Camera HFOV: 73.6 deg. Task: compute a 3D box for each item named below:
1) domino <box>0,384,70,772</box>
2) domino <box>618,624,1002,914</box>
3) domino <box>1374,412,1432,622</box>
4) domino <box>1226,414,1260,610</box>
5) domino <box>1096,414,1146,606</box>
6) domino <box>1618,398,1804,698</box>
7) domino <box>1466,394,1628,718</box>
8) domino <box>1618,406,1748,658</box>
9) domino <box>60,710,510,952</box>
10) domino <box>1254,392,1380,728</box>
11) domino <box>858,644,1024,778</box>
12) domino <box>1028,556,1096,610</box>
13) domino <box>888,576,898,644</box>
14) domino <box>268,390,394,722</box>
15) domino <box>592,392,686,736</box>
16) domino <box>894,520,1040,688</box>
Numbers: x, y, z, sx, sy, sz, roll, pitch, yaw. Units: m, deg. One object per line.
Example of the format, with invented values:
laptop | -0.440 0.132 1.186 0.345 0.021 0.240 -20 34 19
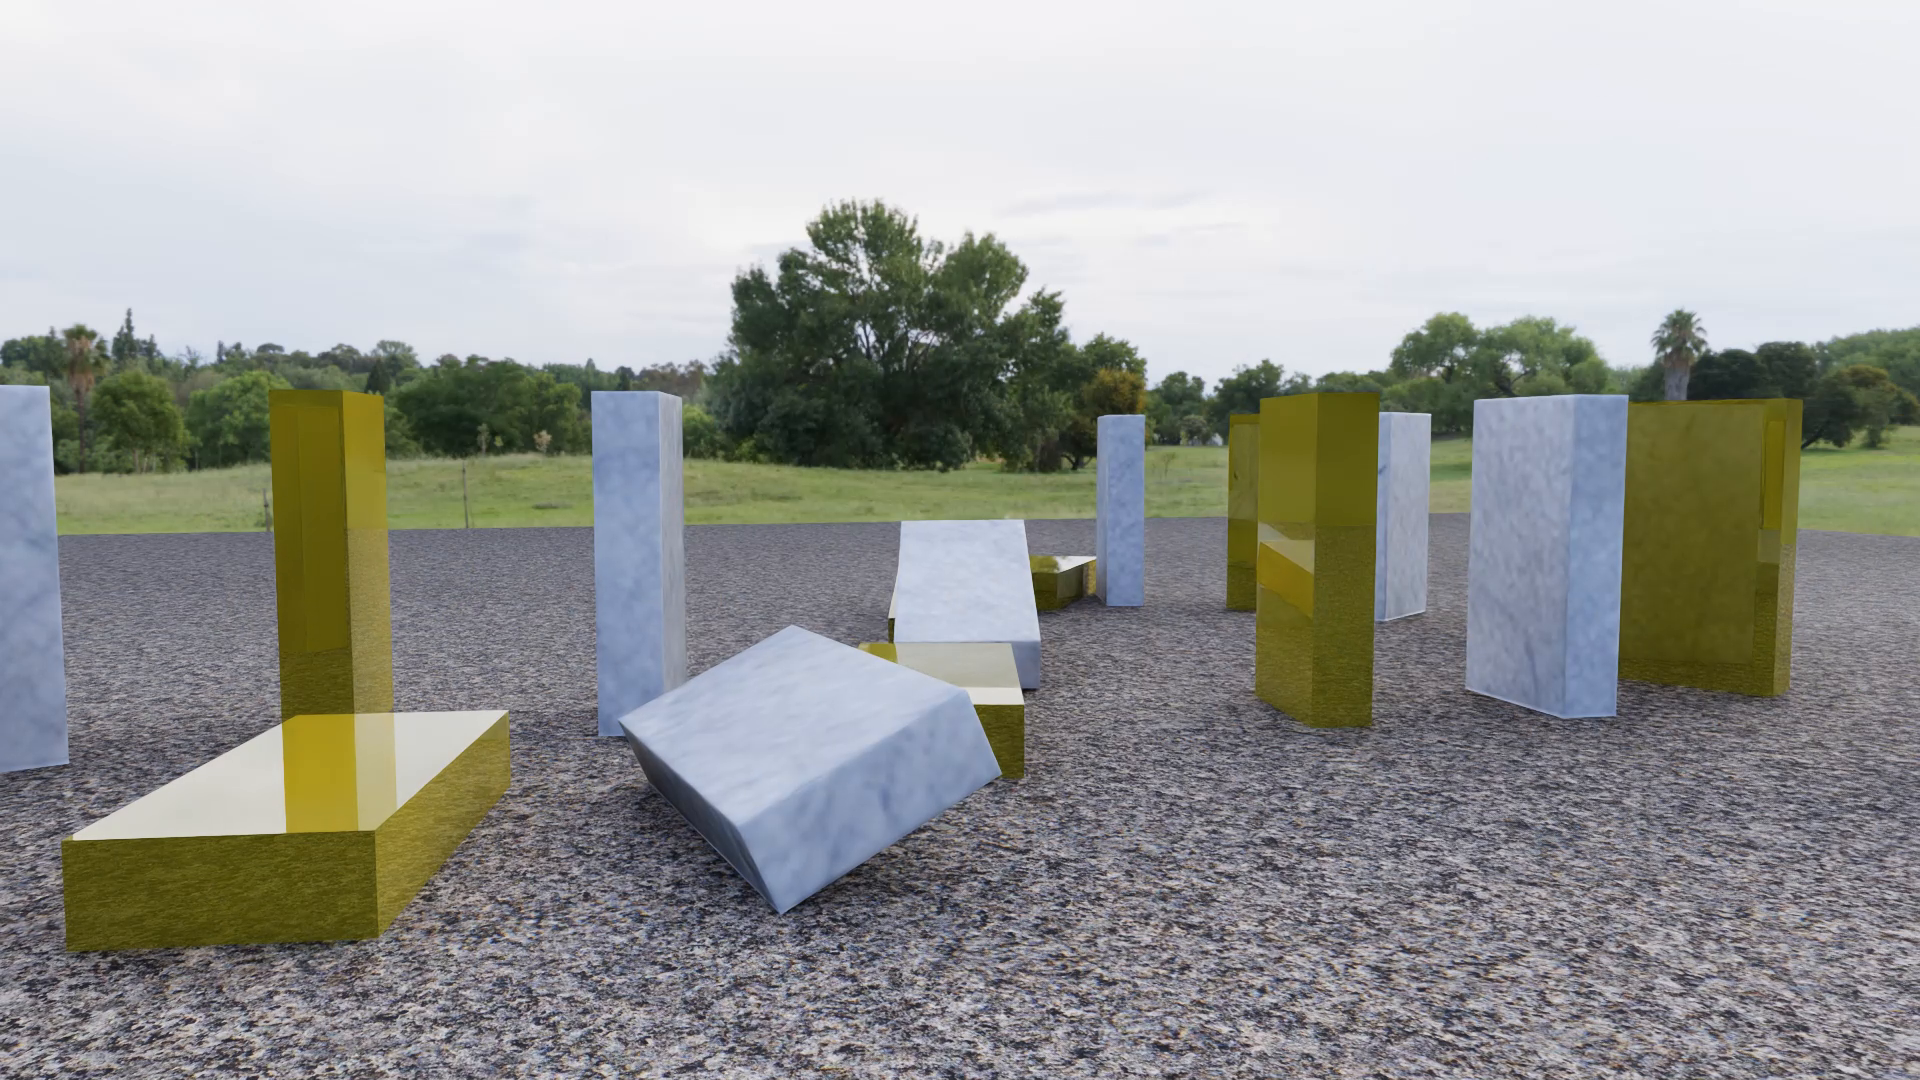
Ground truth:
domino | -0.130 0.004 0.176 0.010 0.050 0.025 -4 6 -39
domino | -0.019 0.022 0.142 0.025 0.009 0.050 -28 16 -22
domino | 0.107 -0.006 0.319 0.010 0.050 0.025 4 6 41
domino | 0.079 -0.008 0.338 0.010 0.050 0.025 2 5 29
domino | 0.043 -0.009 0.348 0.009 0.050 0.025 0 4 -1
domino | 0.132 0.001 0.226 0.009 0.050 0.025 -4 6 -43
domino | 0.095 0.002 0.210 0.009 0.050 0.025 -1 4 -13
domino | 0.144 -0.002 0.261 0.025 0.050 0.009 0 4 -7
domino | -0.065 0.028 0.134 0.025 0.009 0.050 -1 4 -7
domino | 0.056 0.002 0.204 0.009 0.050 0.025 0 4 -6
domino | -0.004 0.024 0.188 0.025 0.009 0.050 0 4 0
domino | 0.021 0.011 0.356 0.025 0.010 0.050 1 5 19
domino | -0.001 0.012 0.270 0.025 0.010 0.050 0 16 1
domino | -0.094 0.003 0.192 0.009 0.050 0.025 -1 4 -12
domino | -0.049 0.003 0.198 0.009 0.050 0.025 0 4 -5
domino | 0.001 0.011 0.242 0.025 0.009 0.050 -1 25 -1
